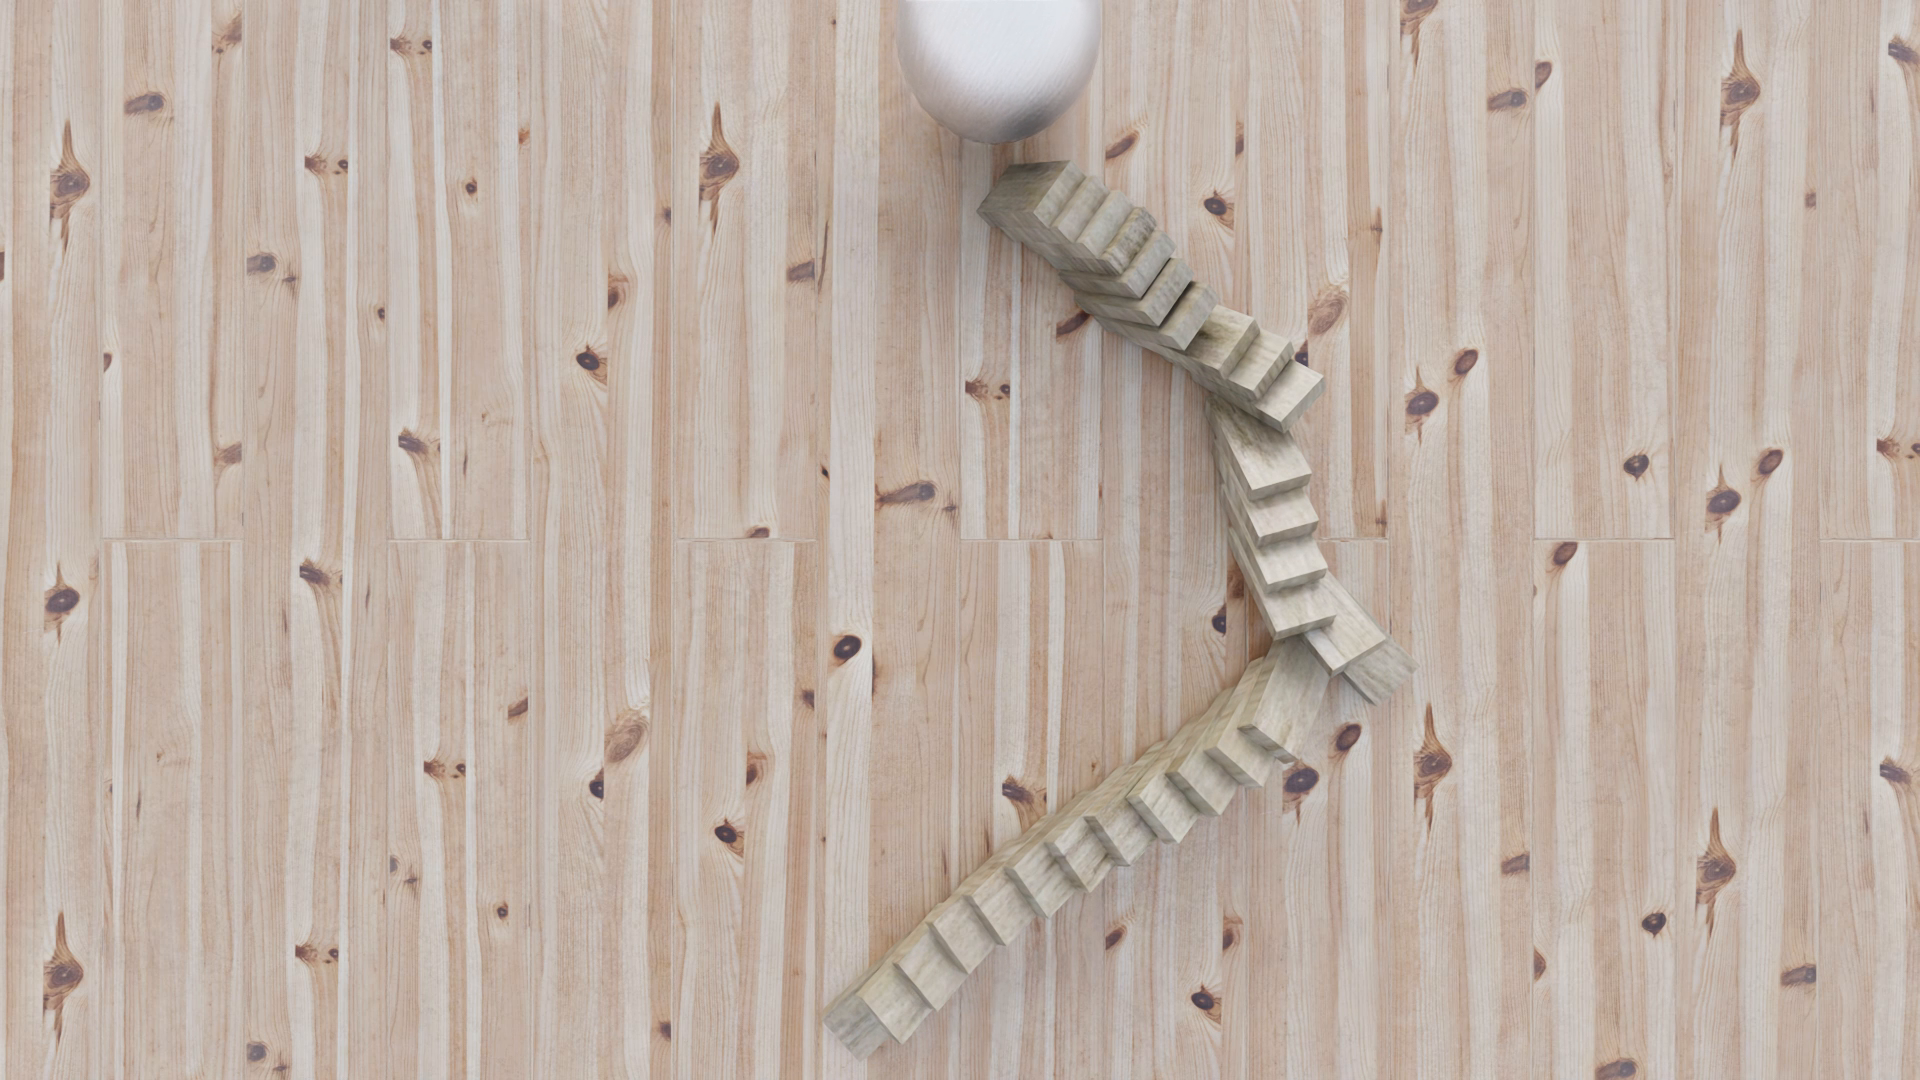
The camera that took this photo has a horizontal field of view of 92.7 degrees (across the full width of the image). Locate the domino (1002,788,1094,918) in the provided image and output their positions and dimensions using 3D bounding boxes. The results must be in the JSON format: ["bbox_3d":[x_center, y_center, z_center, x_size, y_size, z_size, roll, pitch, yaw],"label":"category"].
[{"bbox_3d":[0.044,0.130,0.384,0.050,0.009,0.025,-35,90,-29],"label":"domino"}]

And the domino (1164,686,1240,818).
[{"bbox_3d":[0.109,0.088,0.383,0.025,0.009,0.050,46,59,-1],"label":"domino"}]

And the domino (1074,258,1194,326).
[{"bbox_3d":[0.070,-0.104,0.377,0.010,0.050,0.025,35,90,-33],"label":"domino"}]

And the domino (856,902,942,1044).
[{"bbox_3d":[-0.016,0.181,0.384,0.050,0.010,0.025,-40,90,-29],"label":"domino"}]

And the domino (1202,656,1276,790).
[{"bbox_3d":[0.124,0.076,0.383,0.025,0.009,0.050,41,59,-2],"label":"domino"}]

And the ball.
[{"bbox_3d":[0.015,-0.199,0.360,0.080,0.080,0.080,0,90,0],"label":"ball"}]

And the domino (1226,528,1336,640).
[{"bbox_3d":[0.134,0.015,0.383,0.025,0.010,0.050,-16,59,1],"label":"domino"}]

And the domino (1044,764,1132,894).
[{"bbox_3d":[0.061,0.120,0.384,0.050,0.010,0.025,-35,90,-30],"label":"domino"}]

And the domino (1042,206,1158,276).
[{"bbox_3d":[0.056,-0.123,0.376,0.010,0.050,0.025,35,90,-32],"label":"domino"}]

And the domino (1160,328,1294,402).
[{"bbox_3d":[0.109,-0.079,0.381,0.050,0.010,0.025,36,90,37],"label":"domino"}]

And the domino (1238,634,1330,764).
[{"bbox_3d":[0.136,0.065,0.382,0.025,0.009,0.050,37,59,-4],"label":"domino"}]

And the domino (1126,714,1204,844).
[{"bbox_3d":[0.094,0.100,0.383,0.050,0.009,0.025,-40,90,-31],"label":"domino"}]

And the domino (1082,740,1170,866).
[{"bbox_3d":[0.077,0.110,0.384,0.050,0.010,0.025,-35,90,-30],"label":"domino"}]

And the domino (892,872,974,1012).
[{"bbox_3d":[-0.002,0.167,0.384,0.050,0.009,0.025,-40,90,-29],"label":"domino"}]

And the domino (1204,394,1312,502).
[{"bbox_3d":[0.124,-0.042,0.383,0.025,0.009,0.050,-16,59,0],"label":"domino"}]

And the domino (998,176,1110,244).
[{"bbox_3d":[0.037,-0.136,0.376,0.010,0.050,0.025,36,90,-32],"label":"domino"}]

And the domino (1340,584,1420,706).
[{"bbox_3d":[0.170,0.045,0.395,0.025,0.010,0.050,-44,90,0],"label":"domino"}]

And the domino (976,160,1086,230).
[{"bbox_3d":[0.028,-0.142,0.376,0.010,0.050,0.025,36,90,-32],"label":"domino"}]

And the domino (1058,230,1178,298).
[{"bbox_3d":[0.064,-0.114,0.376,0.009,0.050,0.025,35,90,-32],"label":"domino"}]

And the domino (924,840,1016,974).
[{"bbox_3d":[0.012,0.153,0.384,0.050,0.010,0.025,-35,90,-29],"label":"domino"}]

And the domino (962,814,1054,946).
[{"bbox_3d":[0.028,0.141,0.383,0.050,0.010,0.025,-35,90,-29],"label":"domino"}]

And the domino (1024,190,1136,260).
[{"bbox_3d":[0.047,-0.130,0.376,0.010,0.050,0.025,35,90,-32],"label":"domino"}]

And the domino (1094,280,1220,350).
[{"bbox_3d":[0.080,-0.095,0.377,0.010,0.050,0.025,35,90,-37],"label":"domino"}]

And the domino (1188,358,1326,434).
[{"bbox_3d":[0.123,-0.067,0.381,0.025,0.010,0.050,-47,53,-1],"label":"domino"}]

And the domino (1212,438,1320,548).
[{"bbox_3d":[0.127,-0.023,0.383,0.025,0.010,0.050,-16,59,0],"label":"domino"}]

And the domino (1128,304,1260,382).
[{"bbox_3d":[0.095,-0.087,0.381,0.050,0.009,0.025,35,90,37],"label":"domino"}]

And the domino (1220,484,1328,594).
[{"bbox_3d":[0.130,-0.004,0.383,0.025,0.009,0.050,-16,59,1],"label":"domino"}]

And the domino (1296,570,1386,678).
[{"bbox_3d":[0.150,0.029,0.383,0.025,0.009,0.050,-31,59,0],"label":"domino"}]

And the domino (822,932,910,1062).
[{"bbox_3d":[-0.032,0.197,0.395,0.050,0.009,0.025,-42,90,0],"label":"domino"}]
